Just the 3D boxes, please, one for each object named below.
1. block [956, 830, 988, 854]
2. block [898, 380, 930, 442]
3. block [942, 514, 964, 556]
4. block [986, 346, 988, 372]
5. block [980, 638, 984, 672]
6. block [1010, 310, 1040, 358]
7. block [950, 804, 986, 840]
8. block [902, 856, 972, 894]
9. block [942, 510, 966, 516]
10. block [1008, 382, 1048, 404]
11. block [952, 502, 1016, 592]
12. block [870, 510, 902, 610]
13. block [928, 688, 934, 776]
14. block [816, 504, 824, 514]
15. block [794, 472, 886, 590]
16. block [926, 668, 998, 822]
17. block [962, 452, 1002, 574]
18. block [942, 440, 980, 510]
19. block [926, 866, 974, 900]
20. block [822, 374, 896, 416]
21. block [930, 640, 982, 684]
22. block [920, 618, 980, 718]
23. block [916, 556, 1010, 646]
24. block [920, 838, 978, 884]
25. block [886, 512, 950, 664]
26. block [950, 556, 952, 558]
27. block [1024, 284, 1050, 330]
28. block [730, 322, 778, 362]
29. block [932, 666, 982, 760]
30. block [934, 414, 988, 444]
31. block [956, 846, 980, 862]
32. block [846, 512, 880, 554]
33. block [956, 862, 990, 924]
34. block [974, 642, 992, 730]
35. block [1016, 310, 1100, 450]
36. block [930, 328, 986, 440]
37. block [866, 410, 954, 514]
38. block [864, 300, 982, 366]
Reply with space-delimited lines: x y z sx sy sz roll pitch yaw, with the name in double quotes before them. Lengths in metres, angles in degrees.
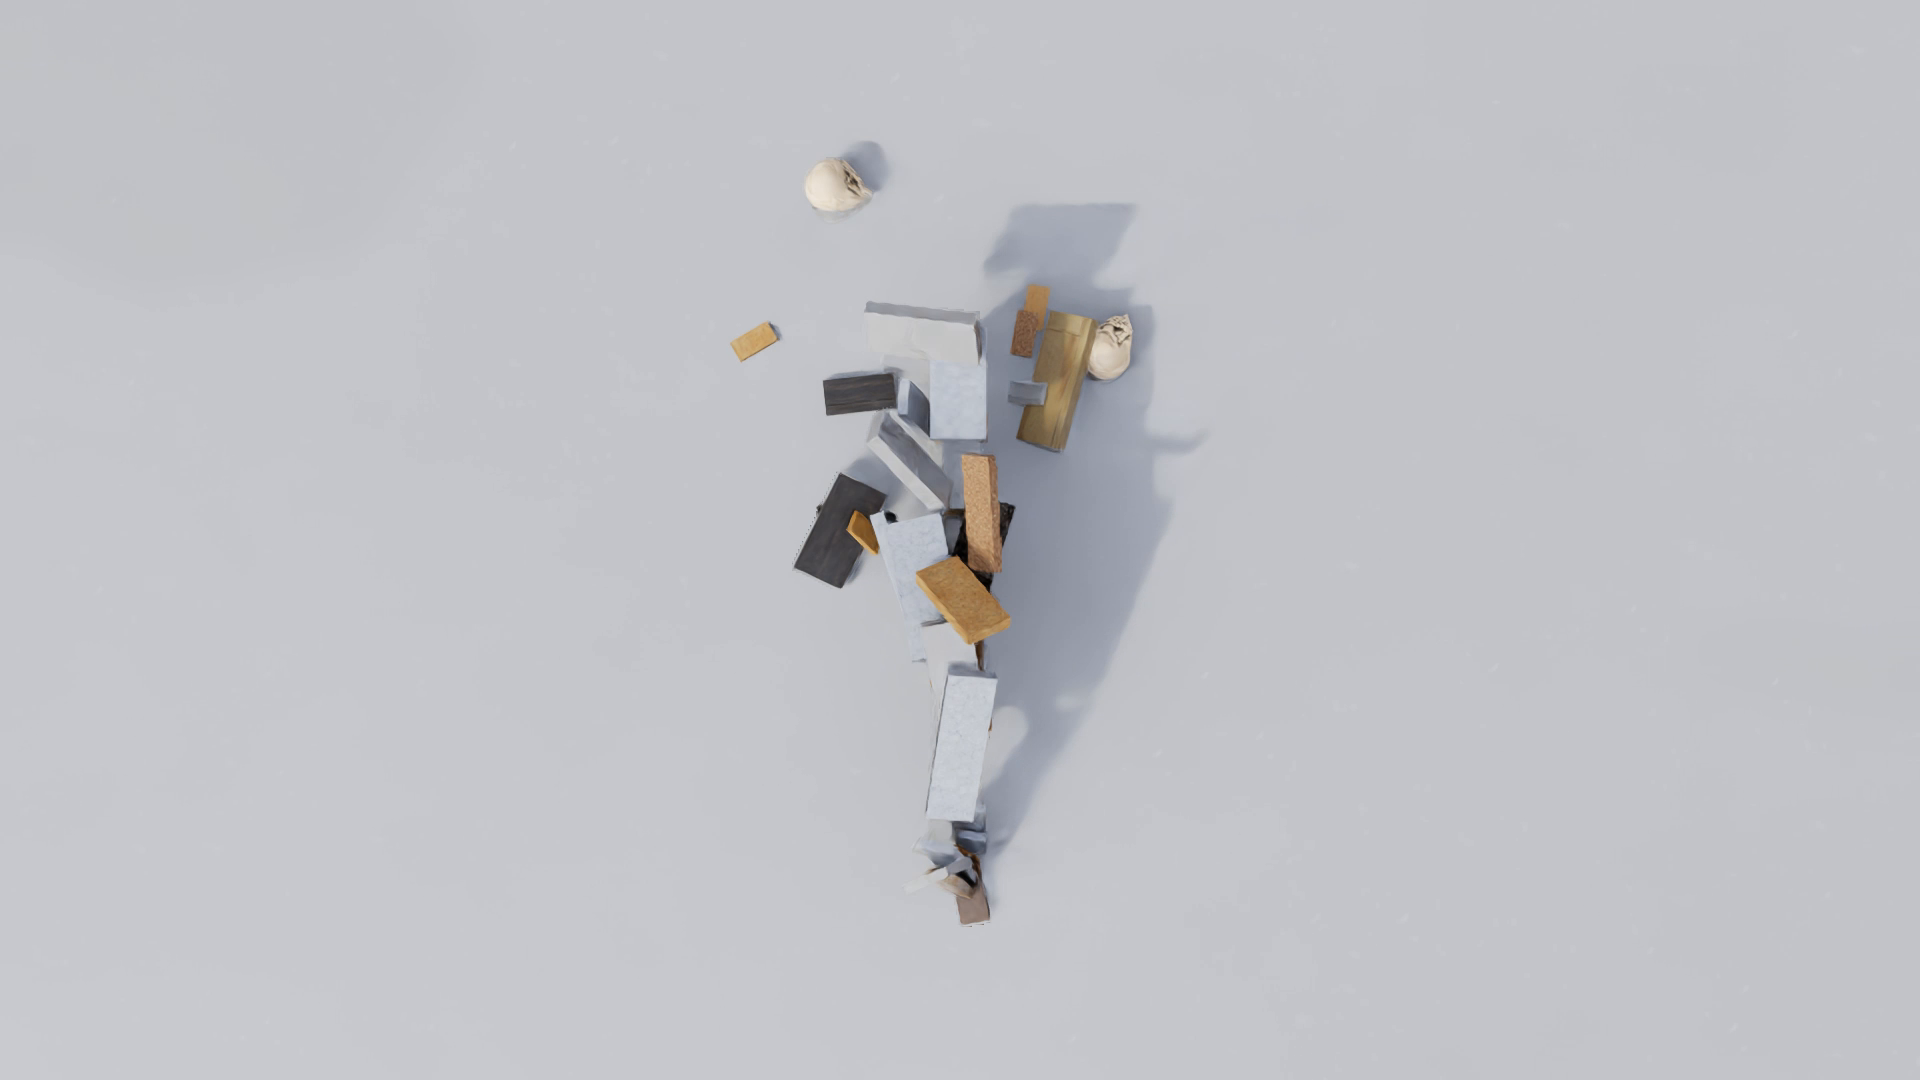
"block" 0.038 0.990 5.402 0.097 0.194 0.028 8 67 3
"block" -0.138 -0.409 5.220 0.033 0.234 0.117 -3 72 19
"block" -0.006 0.044 5.214 0.125 0.035 0.250 -2 109 3
"block" 0.002 -0.579 5.326 0.173 0.347 0.049 0 89 0
"block" 0.002 0.298 5.112 0.142 0.040 0.284 0 100 2
"block" 0.214 -0.685 5.474 0.072 0.020 0.144 10 103 0
"block" 0.025 0.913 5.328 0.097 0.366 0.028 5 65 0
"block" -0.069 1.045 5.145 0.221 0.111 0.031 -33 78 44
"block" -0.001 -0.047 5.379 0.125 0.250 0.035 0 66 0
"block" 0.222 -0.486 5.442 0.144 0.020 0.072 7 87 43
"block" 0.060 0.015 5.114 0.142 0.040 0.293 17 96 0
"block" -0.195 0.073 5.238 0.047 0.166 0.331 -20 86 9
"block" -0.029 0.601 5.154 0.135 0.038 0.269 2 96 1
"block" -0.398 -0.104 5.485 0.144 0.020 0.072 -22 98 0
"block" -0.395 -0.031 5.448 0.173 0.049 0.346 26 92 -9
"block" 0.001 0.620 4.952 0.146 0.041 0.500 6 114 -7
"block" 0.068 -0.081 4.970 0.033 0.117 0.353 -14 106 -39
"block" 0.006 -0.218 5.240 0.121 0.034 0.242 -1 90 0
"block" -0.031 1.115 5.359 0.111 0.221 0.031 15 72 19
"block" -0.333 -0.483 5.483 0.234 0.033 0.117 -6 90 0
"block" -0.010 0.293 5.043 0.151 0.043 0.301 2 88 2
"block" -0.019 0.375 4.905 0.146 0.041 0.292 -10 108 1
"block" 0.007 0.175 4.865 0.146 0.041 0.292 -22 51 -25
"block" -0.034 1.031 5.293 0.111 0.340 0.031 10 67 18
"block" -0.100 0.145 5.001 0.173 0.049 0.434 -12 73 2
"block" -0.002 0.192 5.168 0.142 0.040 0.284 2 86 1
"block" 0.252 -0.774 5.490 0.072 0.020 0.144 11 90 0
"block" -0.686 -0.660 5.490 0.144 0.020 0.072 -30 90 0
"block" -0.007 0.538 5.071 0.151 0.043 0.301 1 84 2
"block" 0.003 -0.359 5.325 0.173 0.347 0.049 -1 86 0
"block" 0.015 1.029 5.413 0.091 0.045 0.013 35 65 -18
"block" -0.304 -0.022 5.308 0.020 0.144 0.072 -3 56 39
"block" 0.034 1.172 5.477 0.097 0.028 0.194 -12 90 12
"block" -0.004 0.440 4.995 0.151 0.043 0.302 -11 88 2
"block" 0.321 -0.525 5.419 0.166 0.047 0.434 18 95 36
"block" -0.004 -0.485 5.127 0.173 0.049 0.346 0 89 0
"block" -0.151 -0.236 5.082 0.047 0.166 0.331 -34 114 25
"block" -0.112 -0.629 5.023 0.346 0.173 0.049 8 53 13
